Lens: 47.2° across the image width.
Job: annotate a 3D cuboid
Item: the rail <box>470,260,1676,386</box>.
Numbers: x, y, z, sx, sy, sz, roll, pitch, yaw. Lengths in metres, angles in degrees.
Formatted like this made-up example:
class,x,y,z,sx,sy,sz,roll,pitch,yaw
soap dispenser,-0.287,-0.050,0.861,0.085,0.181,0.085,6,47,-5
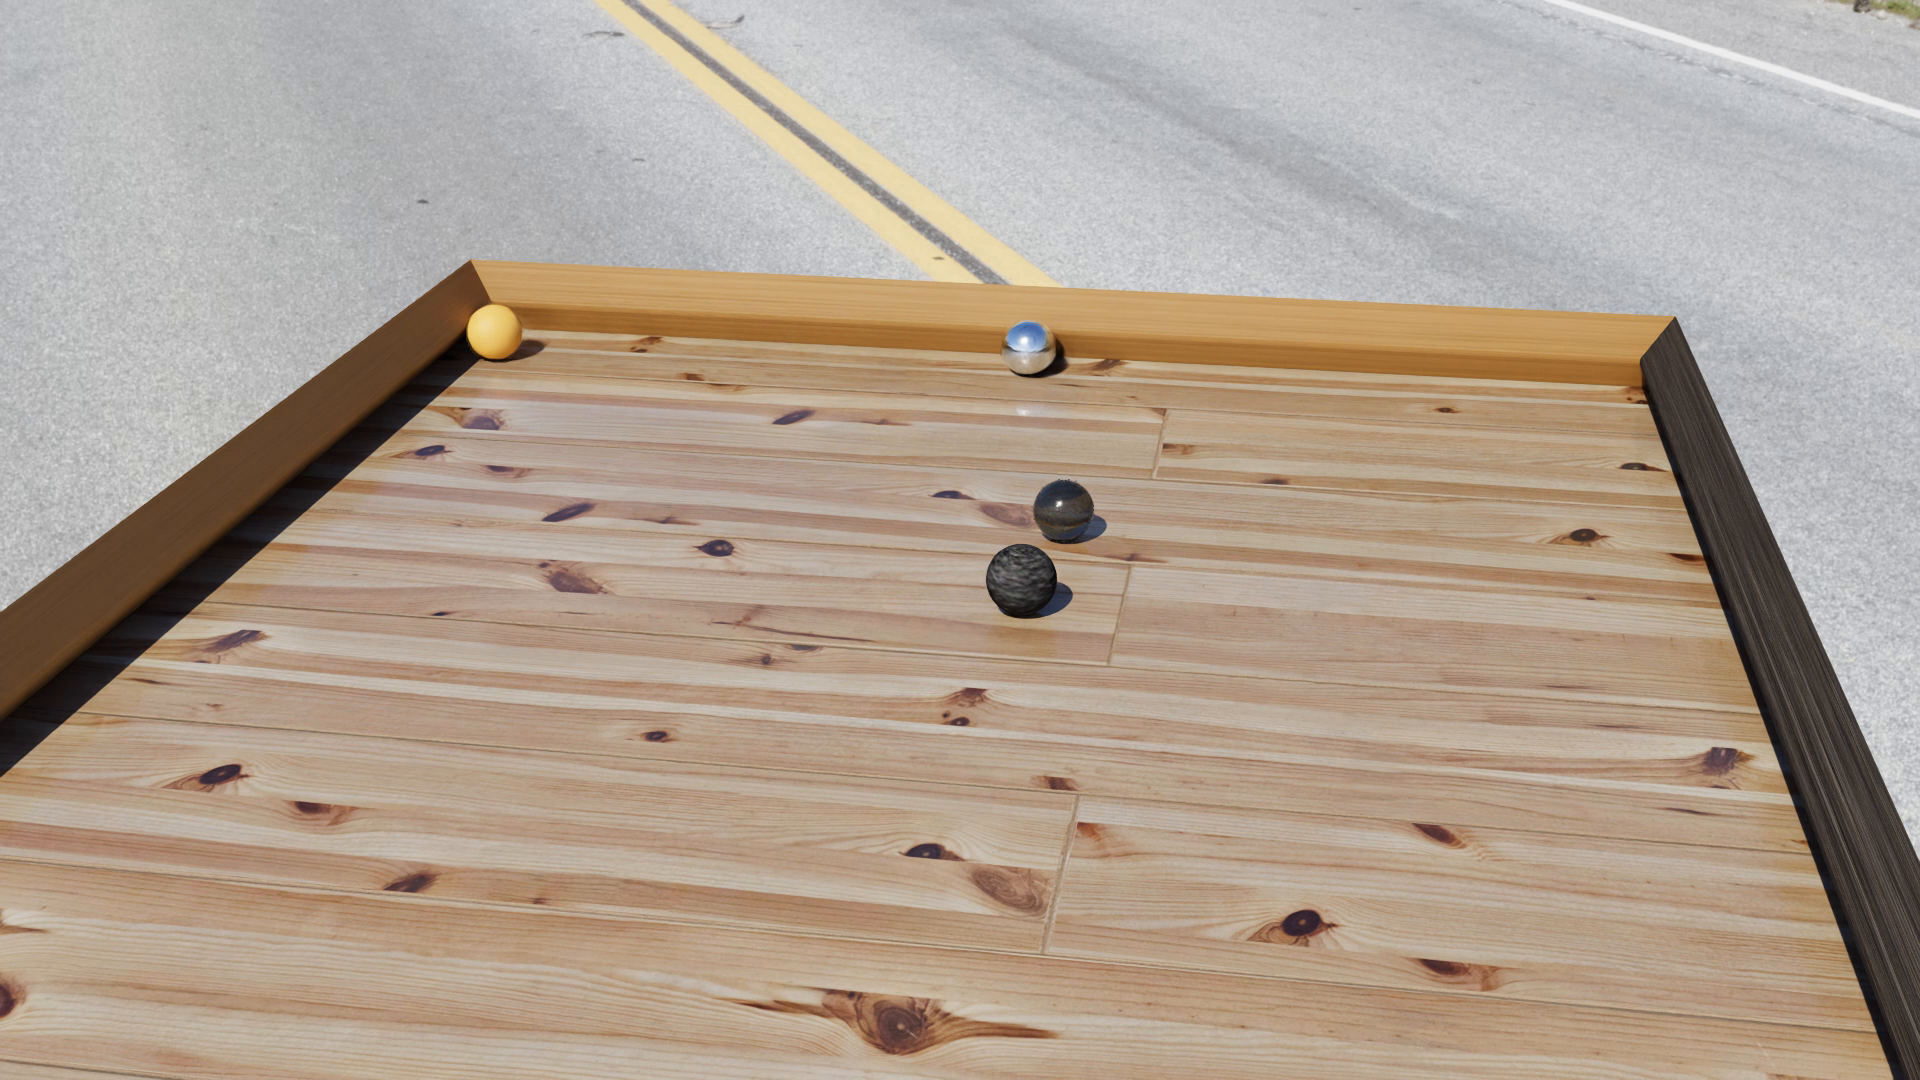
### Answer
class,x,y,z,sx,sy,sz,roll,pitch,yaw
rail,0.115,-0.289,2.970,1.641,0.097,0.045,4,23,9

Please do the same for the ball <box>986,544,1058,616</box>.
class,x,y,z,sx,sy,sz,roll,pitch,yaw
ball,0.063,0.040,2.236,0.073,0.073,0.073,0,23,0

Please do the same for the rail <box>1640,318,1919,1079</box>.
class,x,y,z,sx,sy,sz,roll,pitch,yaw
rail,0.667,0.324,1.541,0.045,0.097,2.936,4,23,9

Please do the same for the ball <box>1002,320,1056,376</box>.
class,x,y,z,sx,sy,sz,roll,pitch,yaw
ball,0.092,-0.255,2.925,0.073,0.073,0.073,0,23,0

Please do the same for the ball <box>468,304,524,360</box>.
class,x,y,z,sx,sy,sz,roll,pitch,yaw
ball,-0.631,-0.282,2.985,0.074,0.074,0.074,0,23,0

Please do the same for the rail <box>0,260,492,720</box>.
class,x,y,z,sx,sy,sz,roll,pitch,yaw
rail,-0.906,0.222,1.779,0.045,0.097,2.936,4,23,9

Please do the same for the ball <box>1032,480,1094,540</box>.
class,x,y,z,sx,sy,sz,roll,pitch,yaw
ball,0.114,-0.033,2.412,0.067,0.067,0.067,0,23,0
